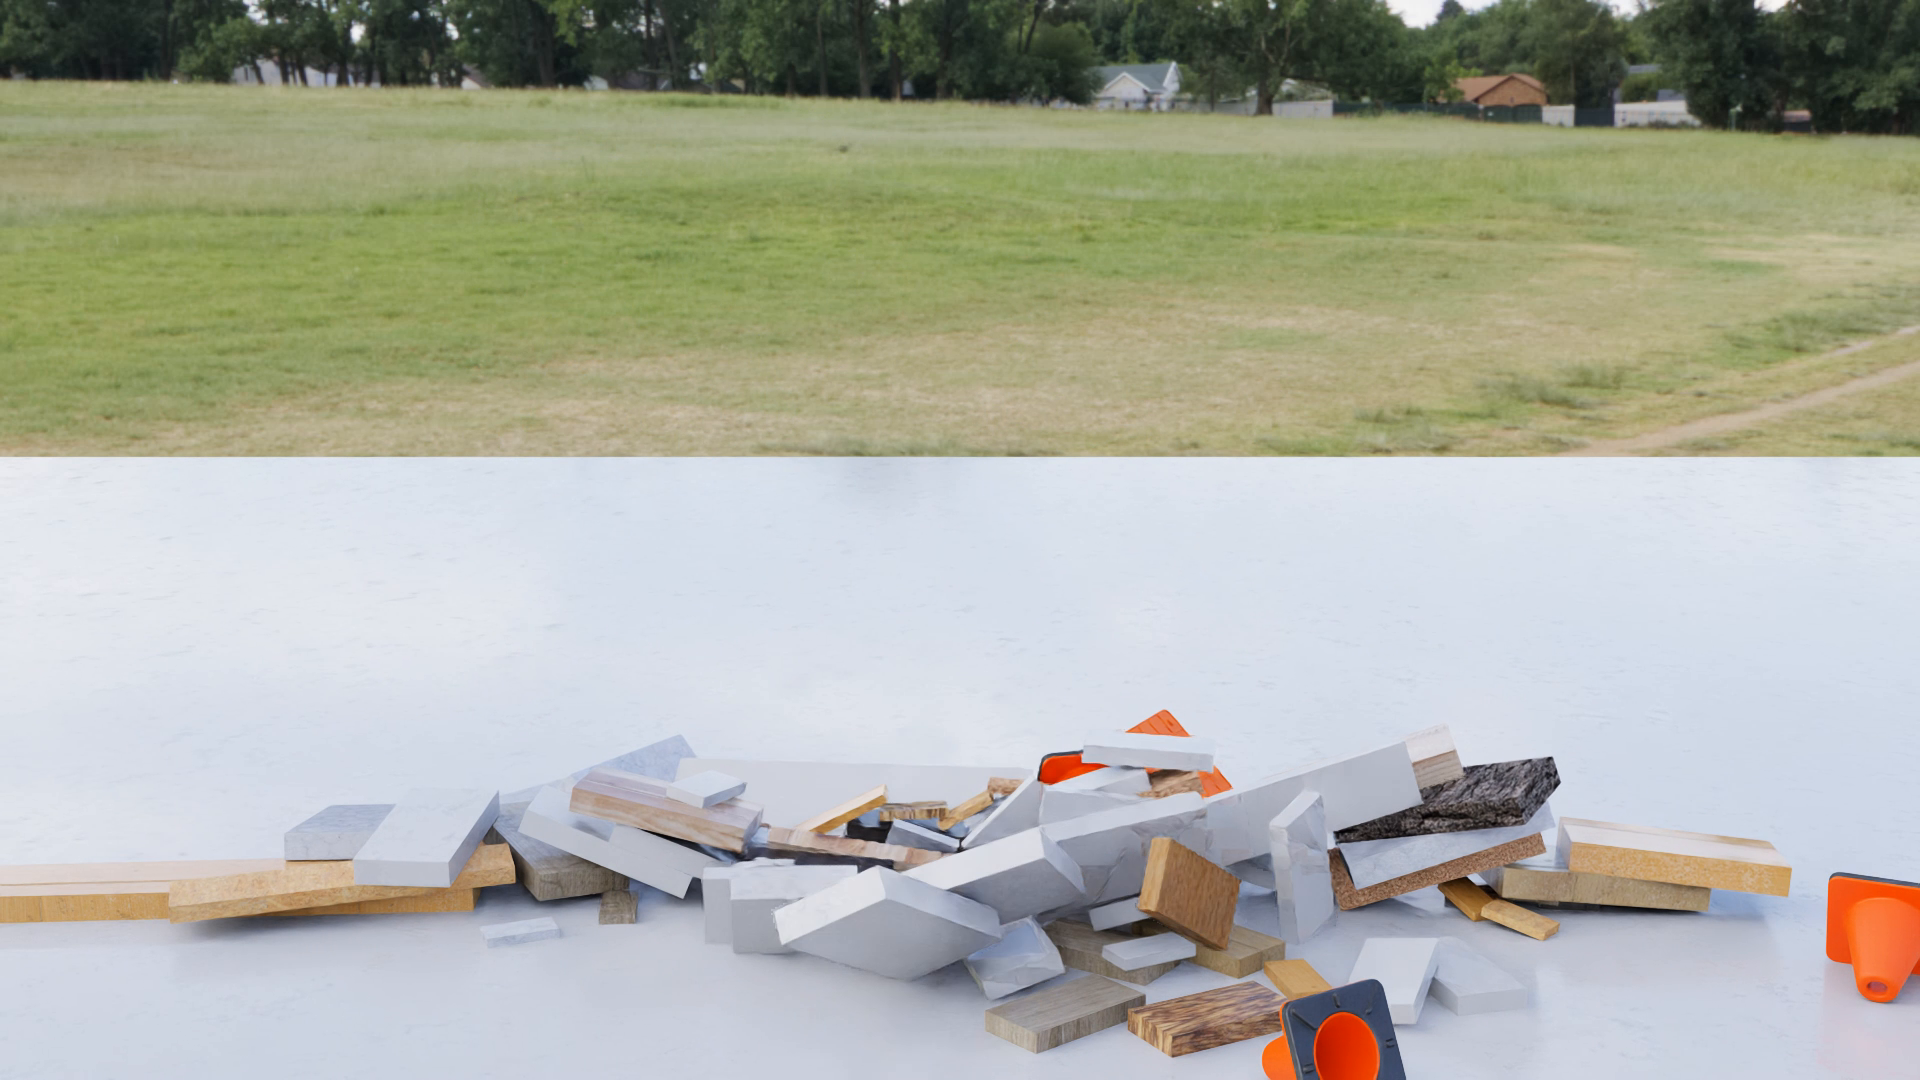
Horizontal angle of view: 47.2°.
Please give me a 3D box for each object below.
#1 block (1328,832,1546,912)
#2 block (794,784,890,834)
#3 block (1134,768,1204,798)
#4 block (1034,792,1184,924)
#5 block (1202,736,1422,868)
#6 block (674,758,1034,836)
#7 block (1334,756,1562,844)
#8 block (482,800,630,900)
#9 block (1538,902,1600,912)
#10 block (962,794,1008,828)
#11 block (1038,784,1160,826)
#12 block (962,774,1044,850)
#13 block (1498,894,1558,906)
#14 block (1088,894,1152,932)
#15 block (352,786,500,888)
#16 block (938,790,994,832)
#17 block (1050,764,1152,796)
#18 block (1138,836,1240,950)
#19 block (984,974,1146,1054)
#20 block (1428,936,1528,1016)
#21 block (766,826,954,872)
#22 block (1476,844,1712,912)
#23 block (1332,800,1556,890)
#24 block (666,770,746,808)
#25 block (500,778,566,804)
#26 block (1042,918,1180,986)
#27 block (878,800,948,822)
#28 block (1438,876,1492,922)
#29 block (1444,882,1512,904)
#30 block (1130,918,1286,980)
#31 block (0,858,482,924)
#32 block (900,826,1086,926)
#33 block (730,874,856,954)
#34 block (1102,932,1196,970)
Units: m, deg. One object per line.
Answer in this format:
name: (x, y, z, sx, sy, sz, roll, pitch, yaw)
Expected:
block: (0.782, 0.516, 3.639, 0.342, 0.048, 0.171, -18, 8, 8)
block: (-0.197, 0.455, 3.646, 0.169, 0.016, 0.057, -26, 11, 6)
block: (0.288, 0.426, 3.641, 0.223, 0.031, 0.108, -19, 8, 2)
block: (0.229, 0.501, 3.445, 0.286, 0.143, 0.041, -16, 35, -7)
block: (0.429, 0.463, 3.530, 0.619, 0.108, 0.031, -18, 10, 1)
block: (-0.194, 0.478, 3.915, 0.644, 0.049, 0.172, 1, 42, 6)
block: (0.787, 0.423, 3.574, 0.331, 0.047, 0.166, -13, 10, 38)
block: (-0.698, 0.522, 3.740, 0.158, 0.045, 0.317, -2, 16, -32)
block: (0.999, 0.594, 3.613, 0.094, 0.013, 0.047, 1, 11, 7)
block: (0.052, 0.446, 3.651, 0.099, 0.014, 0.050, -23, 8, 5)
block: (0.248, 0.474, 3.566, 0.243, 0.122, 0.034, 7, 7, -5)
block: (0.085, 0.464, 3.576, 0.161, 0.072, 0.021, -44, 19, -3)
block: (0.929, 0.579, 3.595, 0.094, 0.013, 0.047, 6, 8, 9)
block: (0.316, 0.568, 3.468, 0.121, 0.034, 0.243, -21, -10, 30)
block: (-0.880, 0.490, 3.647, 0.154, 0.044, 0.309, 1, 15, 3)
block: (0.010, 0.448, 3.648, 0.099, 0.014, 0.050, -30, 7, 5)
block: (0.207, 0.419, 3.653, 0.216, 0.031, 0.108, -18, 8, 4)
block: (0.341, 0.524, 3.254, 0.031, 0.108, 0.217, -1, -24, 37)
block: (0.151, 0.674, 3.136, 0.214, 0.030, 0.107, -9, 14, -40)
block: (0.739, 0.647, 3.276, 0.110, 0.031, 0.220, -3, 11, -15)
block: (-0.113, 0.541, 3.514, 0.392, 0.119, 0.034, 7, 38, 12)
block: (1.038, 0.553, 3.629, 0.342, 0.048, 0.171, 5, 7, -4)
block: (0.784, 0.473, 3.583, 0.331, 0.047, 0.166, -18, 8, 4)
block: (-0.422, 0.414, 3.662, 0.071, 0.020, 0.141, 16, 11, 22)
block: (-0.752, 0.477, 4.031, 0.309, 0.044, 0.154, -13, 4, -40)
block: (0.218, 0.630, 3.372, 0.214, 0.030, 0.107, 7, 13, 34)
block: (-0.077, 0.451, 3.659, 0.113, 0.016, 0.057, -3, 6, -4)
block: (0.834, 0.586, 3.592, 0.054, 0.015, 0.109, -4, 22, -21)
block: (0.863, 0.585, 3.652, 0.109, 0.015, 0.054, 3, 11, 17)
block: (0.384, 0.622, 3.411, 0.110, 0.031, 0.220, -10, 14, -42)
block: (-1.238, 0.575, 3.628, 0.878, 0.045, 0.158, -1, 11, -4)
block: (-0.005, 0.530, 3.259, 0.344, 0.049, 0.172, -20, -35, 15)
block: (-0.205, 0.574, 3.373, 0.286, 0.143, 0.041, -1, 46, -4)
block: (0.284, 0.617, 3.304, 0.126, 0.018, 0.063, -6, 12, -28)
